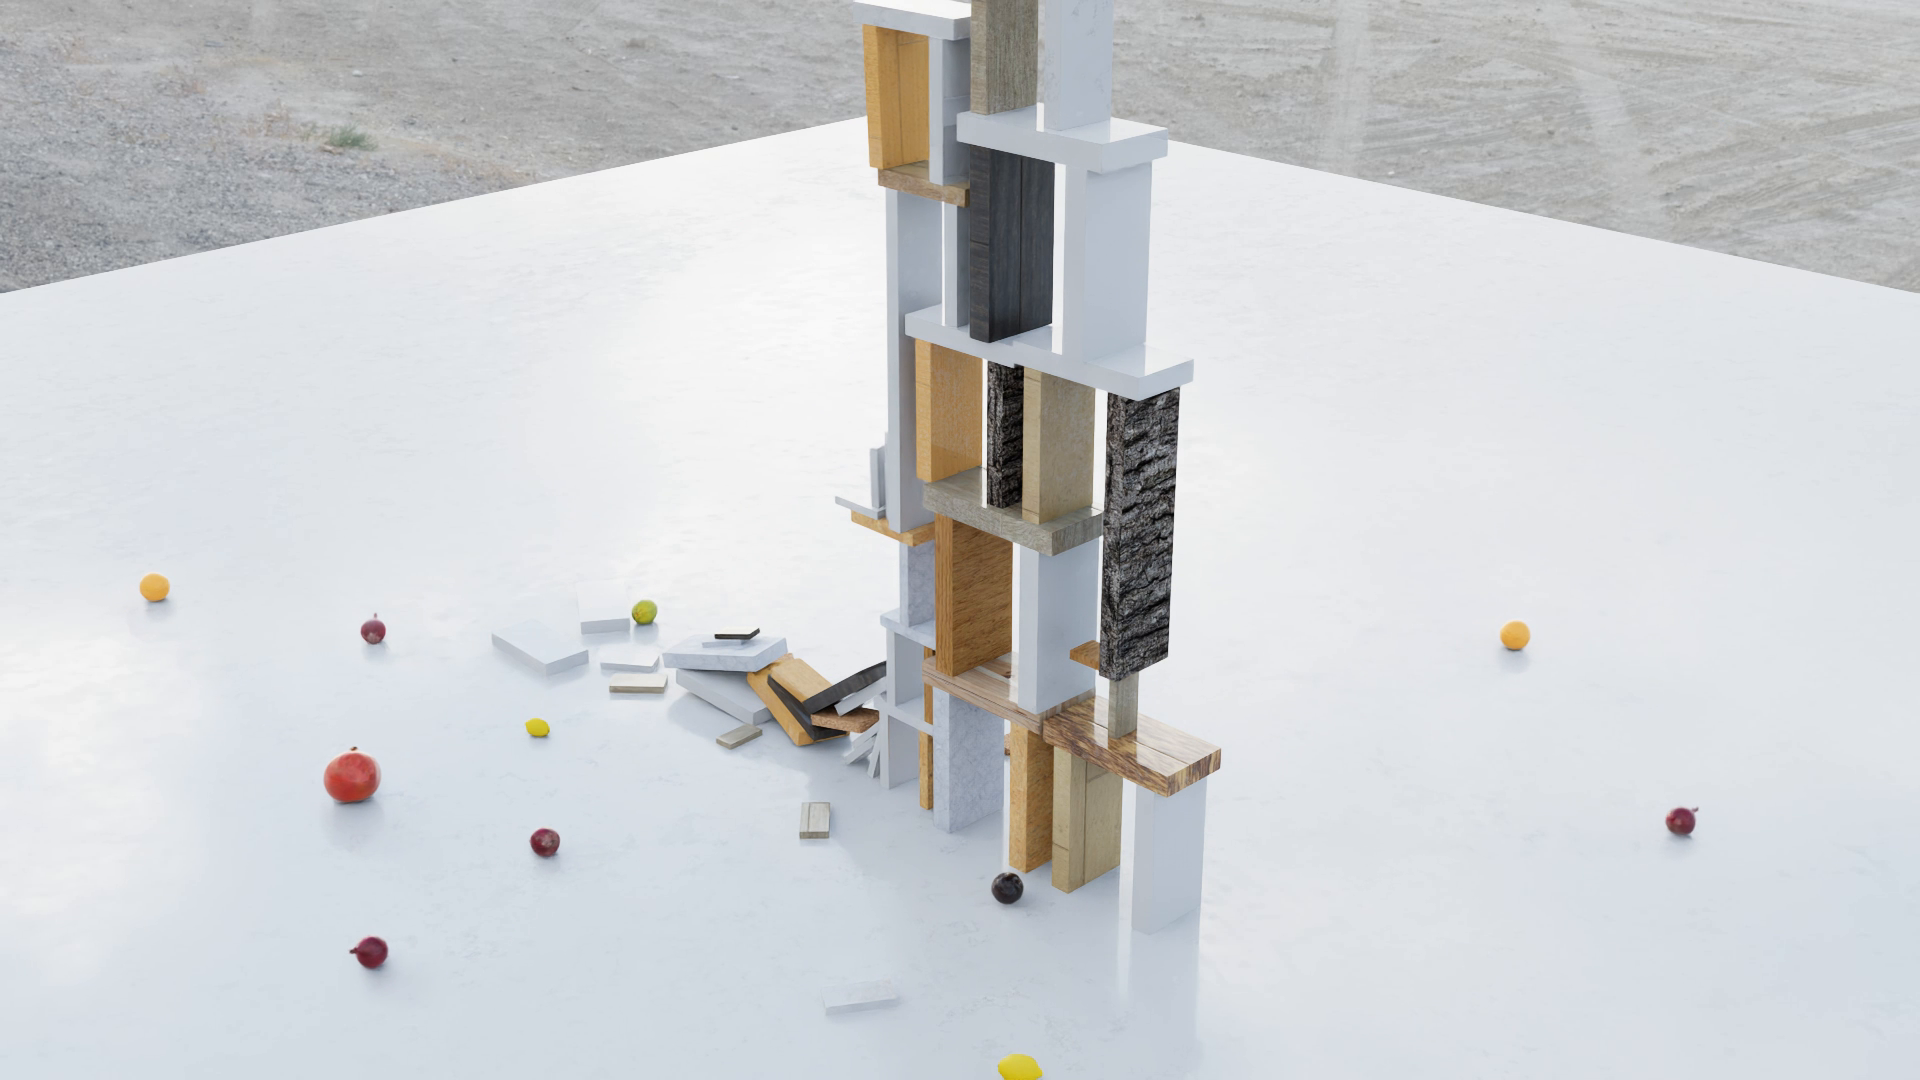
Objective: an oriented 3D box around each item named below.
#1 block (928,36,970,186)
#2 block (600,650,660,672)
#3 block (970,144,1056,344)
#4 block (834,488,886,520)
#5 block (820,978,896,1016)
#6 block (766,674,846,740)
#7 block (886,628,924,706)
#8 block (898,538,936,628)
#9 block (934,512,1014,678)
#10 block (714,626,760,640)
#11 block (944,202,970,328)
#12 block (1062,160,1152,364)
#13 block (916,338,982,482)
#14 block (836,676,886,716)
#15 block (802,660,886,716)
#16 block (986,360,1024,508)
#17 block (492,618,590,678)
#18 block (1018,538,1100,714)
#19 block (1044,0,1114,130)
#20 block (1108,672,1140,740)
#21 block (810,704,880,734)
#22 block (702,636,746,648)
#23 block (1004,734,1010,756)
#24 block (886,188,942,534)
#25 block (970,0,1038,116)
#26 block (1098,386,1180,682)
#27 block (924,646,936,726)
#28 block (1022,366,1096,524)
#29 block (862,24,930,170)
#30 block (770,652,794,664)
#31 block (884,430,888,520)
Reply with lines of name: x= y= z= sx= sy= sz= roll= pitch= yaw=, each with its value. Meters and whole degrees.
block: x=0.007 y=-0.766 z=3.888 sx=0.128 sy=0.257 sz=0.036 roll=-18 pitch=29 yaw=-36
block: x=-0.761 y=0.281 z=5.076 sx=0.123 sy=0.017 sz=0.062 roll=4 pitch=23 yaw=9
block: x=0.093 y=-0.538 z=3.893 sx=0.047 sy=0.349 sz=0.167 roll=21 pitch=31 yaw=40
block: x=-0.184 y=-0.073 z=4.373 sx=0.124 sy=0.018 sz=0.062 roll=21 pitch=31 yaw=40
block: x=-0.178 y=0.800 z=3.852 sx=0.125 sy=0.018 sz=0.063 roll=-5 pitch=23 yaw=-11
block: x=-0.332 y=0.355 z=4.759 sx=0.079 sy=0.022 sz=0.224 roll=-10 pitch=36 yaw=-30
block: x=-0.110 y=0.245 z=4.451 sx=0.084 sy=0.168 sz=0.024 roll=-21 pitch=31 yaw=-40
block: x=-0.077 y=0.074 z=4.347 sx=0.090 sy=0.181 sz=0.026 roll=-19 pitch=30 yaw=-38
block: x=0.028 y=0.083 z=4.225 sx=0.047 sy=0.329 sz=0.165 roll=21 pitch=31 yaw=41
block: x=-0.500 y=0.209 z=4.935 sx=0.093 sy=0.013 sz=0.046 roll=-1 pitch=17 yaw=27
block: x=0.023 y=-0.508 z=3.981 sx=0.032 sy=0.226 sz=0.113 roll=21 pitch=31 yaw=40
block: x=0.250 y=-0.483 z=3.745 sx=0.047 sy=0.334 sz=0.167 roll=21 pitch=31 yaw=40
block: x=-0.019 y=-0.259 z=4.137 sx=0.039 sy=0.276 sz=0.138 roll=21 pitch=31 yaw=41
block: x=-0.174 y=0.314 z=4.583 sx=0.090 sy=0.026 sz=0.192 roll=-21 pitch=-8 yaw=-40
block: x=-0.220 y=0.304 z=4.623 sx=0.116 sy=0.033 sz=0.246 roll=-21 pitch=-6 yaw=-39
block: x=0.111 y=-0.208 z=4.017 sx=0.039 sy=0.276 sz=0.138 roll=21 pitch=31 yaw=40
block: x=-0.980 y=0.250 z=5.130 sx=0.116 sy=0.033 sz=0.232 roll=-20 pitch=30 yaw=-38
block: x=0.183 y=0.144 z=4.082 sx=0.165 sy=0.329 sz=0.047 roll=-21 pitch=31 yaw=-41
block: x=0.198 y=-0.822 z=3.665 sx=0.036 sy=0.257 sz=0.129 roll=21 pitch=31 yaw=41
block: x=0.299 y=0.297 z=4.020 sx=0.018 sy=0.125 sz=0.063 roll=21 pitch=31 yaw=41
block: x=-0.234 y=0.376 z=4.643 sx=0.079 sy=0.022 sz=0.158 roll=-21 pitch=17 yaw=-40
block: x=-0.528 y=0.226 z=4.940 sx=0.093 sy=0.013 sz=0.046 roll=-4 pitch=16 yaw=16
block: x=0.128 y=0.446 z=4.688 sx=0.058 sy=0.016 sz=0.116 roll=-18 pitch=29 yaw=-36
block: x=-0.085 y=-0.343 z=4.167 sx=0.113 sy=0.676 sz=0.032 roll=-21 pitch=31 yaw=-40
block: x=0.077 y=-0.870 z=3.777 sx=0.036 sy=0.257 sz=0.129 roll=21 pitch=31 yaw=41
block: x=0.315 y=-0.019 z=3.871 sx=0.041 sy=0.537 sz=0.145 roll=21 pitch=31 yaw=40
block: x=-0.033 y=0.277 z=4.378 sx=0.084 sy=0.168 sz=0.024 roll=-21 pitch=31 yaw=-40
block: x=0.178 y=-0.186 z=3.947 sx=0.145 sy=0.290 sz=0.041 roll=-21 pitch=31 yaw=-41
block: x=-0.112 y=-0.815 z=4.005 sx=0.128 sy=0.257 sz=0.036 roll=-21 pitch=28 yaw=-40
block: x=-0.407 y=0.293 z=5.049 sx=0.058 sy=0.016 sz=0.117 roll=-4 pitch=23 yaw=-9
block: x=-0.120 y=-0.132 z=4.299 sx=0.018 sy=0.185 sz=0.062 roll=15 pitch=27 yaw=33
